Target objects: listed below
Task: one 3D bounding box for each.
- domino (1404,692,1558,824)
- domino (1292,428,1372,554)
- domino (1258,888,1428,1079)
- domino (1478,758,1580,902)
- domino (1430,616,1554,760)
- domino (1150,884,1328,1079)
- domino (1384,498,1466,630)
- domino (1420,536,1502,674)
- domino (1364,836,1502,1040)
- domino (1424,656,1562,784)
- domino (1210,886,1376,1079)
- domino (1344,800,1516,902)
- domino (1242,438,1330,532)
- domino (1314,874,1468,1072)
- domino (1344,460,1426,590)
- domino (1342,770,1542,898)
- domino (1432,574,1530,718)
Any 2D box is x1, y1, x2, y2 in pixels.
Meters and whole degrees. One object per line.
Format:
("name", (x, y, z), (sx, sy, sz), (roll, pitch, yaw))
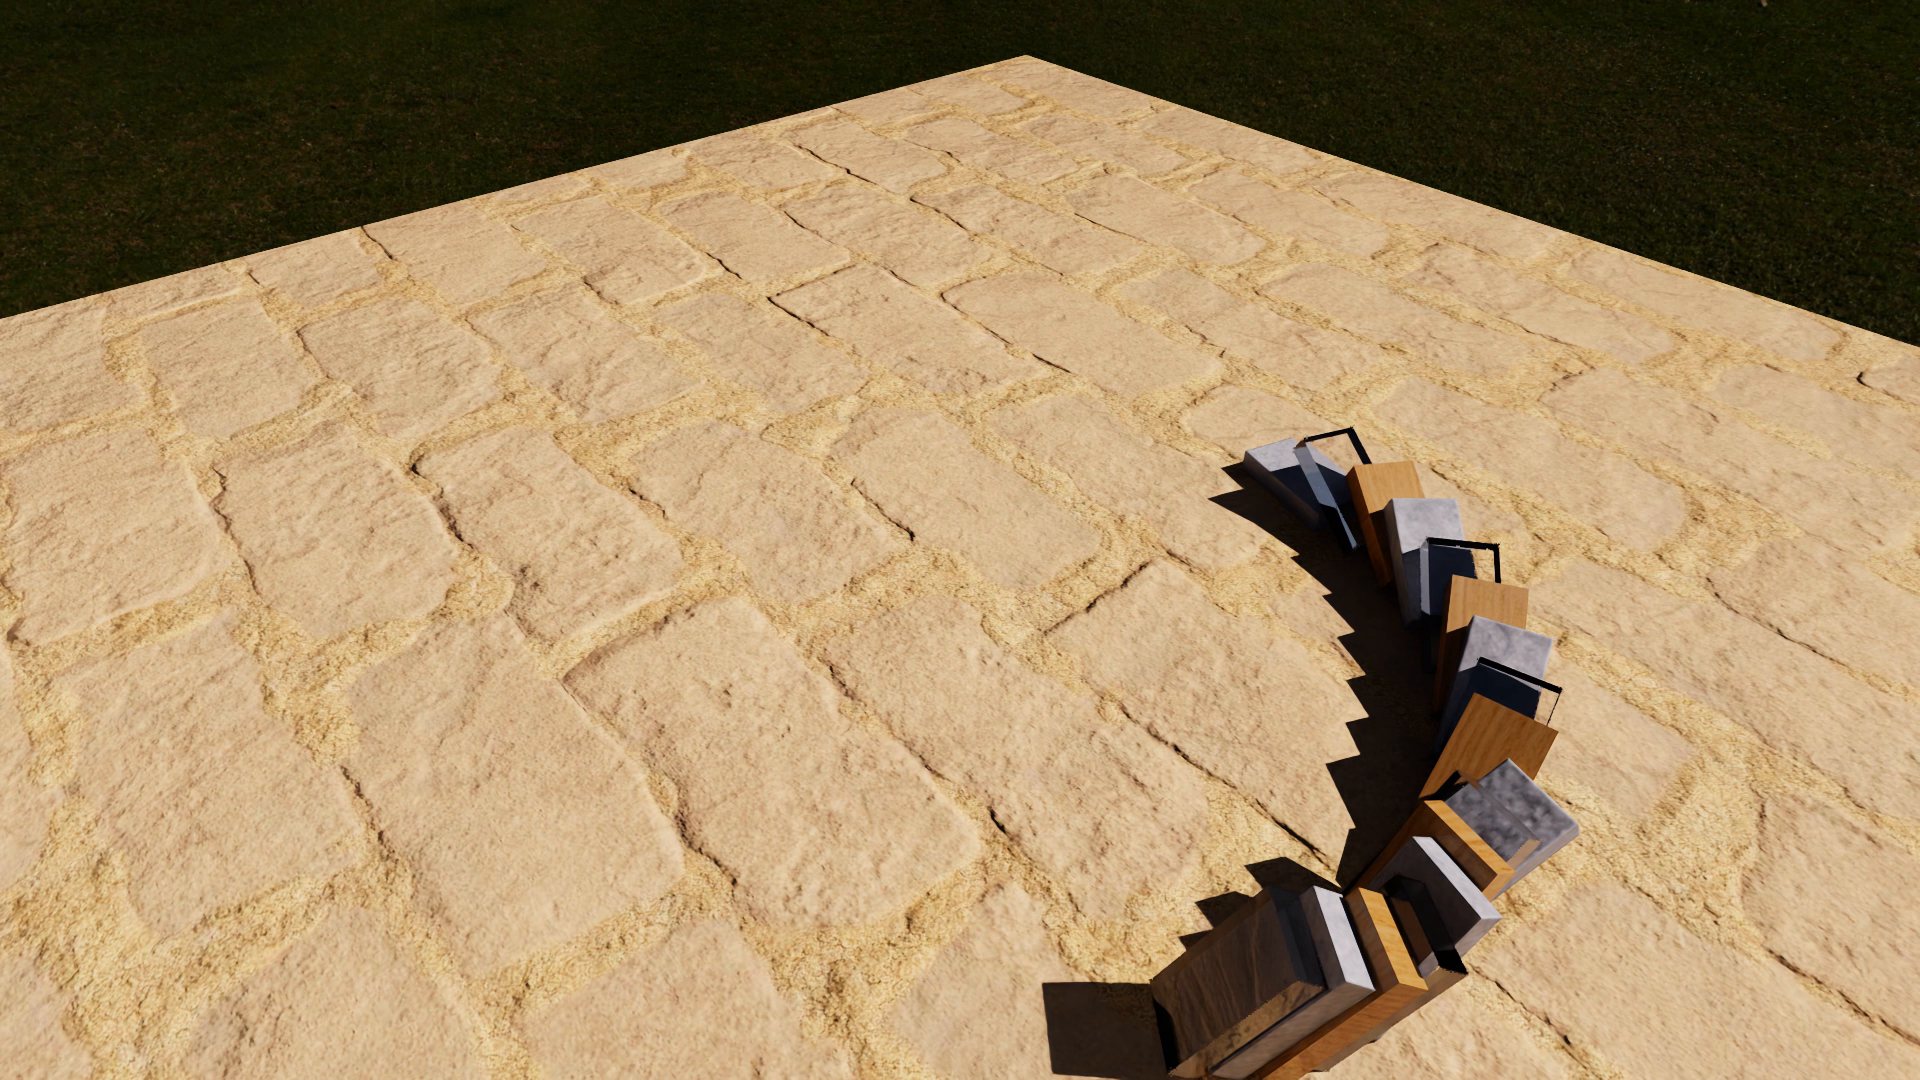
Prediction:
("domino", (0.156, 0.074, 0.333), (0.025, 0.009, 0.050), (27, 79, 29))
("domino", (0.160, -0.021, 0.451), (0.025, 0.010, 0.050), (-13, 68, -17))
("domino", (0.091, 0.112, 0.276), (0.010, 0.050, 0.025), (21, 34, -22))
("domino", (0.147, 0.089, 0.315), (0.050, 0.009, 0.025), (-39, 47, 3))
("domino", (0.175, 0.052, 0.362), (0.025, 0.009, 0.050), (18, 71, 20))
("domino", (0.068, 0.112, 0.277), (0.009, 0.050, 0.025), (22, 34, -20))
("domino", (0.178, 0.009, 0.416), (0.025, 0.010, 0.050), (0, 65, 0))
("domino", (0.181, 0.025, 0.397), (0.025, 0.010, 0.050), (6, 65, 8))
("domino", (0.113, 0.104, 0.286), (0.010, 0.050, 0.025), (12, 30, -34))
("domino", (0.167, 0.065, 0.346), (0.025, 0.009, 0.050), (23, 74, 26))
("domino", (0.079, 0.112, 0.276), (0.009, 0.050, 0.025), (22, 34, -20))
("domino", (0.121, 0.097, 0.294), (0.009, 0.050, 0.025), (9, 29, -37))
("domino", (0.147, -0.025, 0.473), (0.025, 0.010, 0.050), (-16, 42, -19))
("domino", (0.102, 0.110, 0.279), (0.009, 0.050, 0.025), (21, 34, -22))
("domino", (0.173, -0.006, 0.434), (0.025, 0.010, 0.050), (-5, 66, -7))
("domino", (0.131, 0.091, 0.304), (0.009, 0.050, 0.025), (19, 23, -41))
("domino", (0.179, 0.039, 0.379), (0.025, 0.009, 0.050), (11, 67, 13))
